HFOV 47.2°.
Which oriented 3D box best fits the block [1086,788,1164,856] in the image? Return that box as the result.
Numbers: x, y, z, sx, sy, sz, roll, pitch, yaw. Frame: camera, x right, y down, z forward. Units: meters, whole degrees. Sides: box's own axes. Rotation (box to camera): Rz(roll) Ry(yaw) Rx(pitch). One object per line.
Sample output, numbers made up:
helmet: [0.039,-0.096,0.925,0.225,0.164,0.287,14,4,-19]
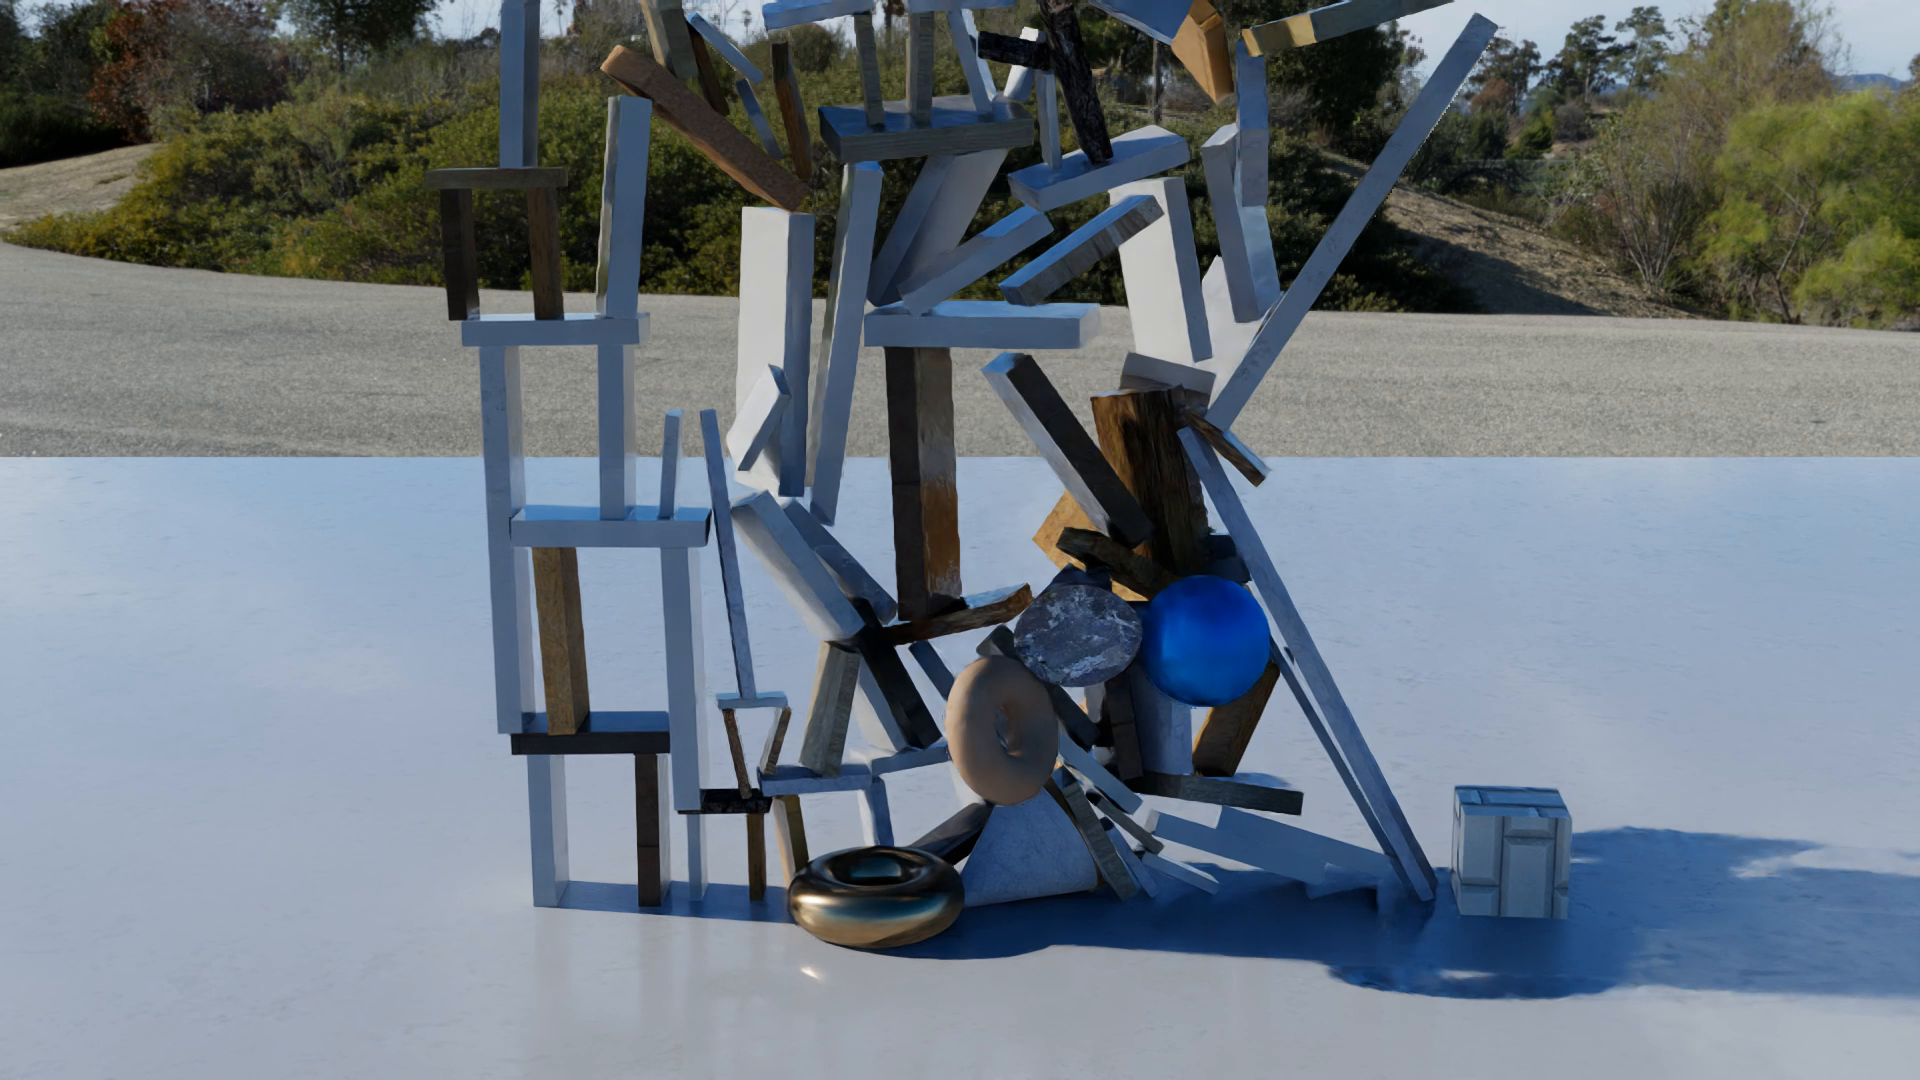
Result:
block: [0.271,0.466,3.640,0.140,0.020,0.070,40,-4,-15]

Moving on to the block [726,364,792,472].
block: [-0.332,-0.201,3.618,0.023,0.163,0.081,12,35,-33]

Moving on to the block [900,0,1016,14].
block: [-0.006,-0.837,3.373,0.168,0.024,0.084,-7,30,-12]

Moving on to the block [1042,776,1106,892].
block: [0.173,0.476,3.696,0.031,0.219,0.109,-28,18,-4]

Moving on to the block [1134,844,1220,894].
block: [0.361,0.547,3.662,0.139,0.020,0.070,25,0,-7]

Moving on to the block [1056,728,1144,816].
block: [0.200,0.372,3.655,0.219,0.031,0.109,41,-9,-8]

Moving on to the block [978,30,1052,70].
block: [0.084,-0.759,3.411,0.113,0.016,0.056,10,41,-6]

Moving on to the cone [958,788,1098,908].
cone: [0.062,0.545,3.625,0.233,0.233,0.233,-33,23,-20]

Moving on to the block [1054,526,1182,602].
block: [0.307,0.062,3.692,0.277,0.039,0.139,29,-7,-20]

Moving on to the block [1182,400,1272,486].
block: [0.441,-0.159,3.627,0.167,0.024,0.084,44,18,4]

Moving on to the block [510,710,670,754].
block: [-0.597,0.317,3.620,0.258,0.037,0.129,-1,11,0]

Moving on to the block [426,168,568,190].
block: [-0.726,-0.569,3.459,0.203,0.029,0.102,-1,10,-1]

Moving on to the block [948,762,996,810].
block: [0.034,0.457,3.843,0.027,0.190,0.095,-25,15,-27]

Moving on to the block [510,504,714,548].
block: [-0.558,-0.023,3.552,0.306,0.043,0.153,0,10,-2]

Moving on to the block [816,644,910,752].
block: [-0.164,0.266,3.724,0.028,0.197,0.099,-37,23,-25]

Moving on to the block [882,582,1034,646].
block: [-0.010,0.130,3.755,0.247,0.035,0.124,-13,9,24]

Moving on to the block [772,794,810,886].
block: [-0.282,0.496,3.679,0.025,0.180,0.090,-13,14,-19]

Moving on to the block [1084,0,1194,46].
block: [0.238,-0.867,3.333,0.253,0.126,0.036,27,-3,-2]

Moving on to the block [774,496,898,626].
block: [-0.231,0.033,3.696,0.039,0.276,0.138,-52,26,-18]

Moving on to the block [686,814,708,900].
block: [-0.436,0.517,3.657,0.021,0.148,0.074,0,11,1]

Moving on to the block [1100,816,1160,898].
block: [0.280,0.526,3.657,0.020,0.140,0.070,-35,11,-3]

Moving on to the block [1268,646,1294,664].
block: [0.465,0.188,3.846,0.216,0.031,0.108,16,-15,-28]

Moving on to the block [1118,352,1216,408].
block: [0.350,-0.212,3.859,0.155,0.044,0.310,14,-26,6]

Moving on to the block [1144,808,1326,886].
block: [0.455,0.511,3.668,0.283,0.040,0.142,17,-5,-1]

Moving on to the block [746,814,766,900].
block: [-0.338,0.516,3.658,0.021,0.148,0.074,-1,11,1]

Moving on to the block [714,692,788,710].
block: [-0.344,0.264,3.617,0.113,0.016,0.057,-1,6,-12]

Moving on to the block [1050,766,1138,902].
block: [0.221,0.486,3.652,0.031,0.219,0.109,-30,12,-4]

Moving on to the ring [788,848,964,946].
ring: [-0.134,0.570,3.526,0.285,0.095,0.285,-1,12,0]

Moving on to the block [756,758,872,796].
block: [-0.243,0.394,3.654,0.180,0.025,0.090,-3,11,-11]

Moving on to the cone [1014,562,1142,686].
cone: [0.179,0.093,3.470,0.197,0.197,0.197,0,35,-2]

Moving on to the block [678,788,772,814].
block: [-0.388,0.432,3.641,0.148,0.021,0.074,-1,10,1]

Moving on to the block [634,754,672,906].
block: [-0.509,0.463,3.647,0.037,0.258,0.129,0,11,0]

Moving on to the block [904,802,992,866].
block: [-0.024,0.521,3.751,0.190,0.027,0.095,-32,23,-20]

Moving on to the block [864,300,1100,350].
block: [0.038,-0.354,3.611,0.356,0.050,0.178,2,14,14]

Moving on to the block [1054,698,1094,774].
block: [0.239,0.380,4.340,0.027,0.190,0.095,36,-3,-21]

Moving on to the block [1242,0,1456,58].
block: [0.599,-0.806,3.381,0.304,0.043,0.152,-22,14,-31]

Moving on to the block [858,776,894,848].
block: [-0.140,0.486,3.715,0.026,0.180,0.090,-12,10,-18]

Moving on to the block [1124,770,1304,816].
block: [0.431,0.428,3.733,0.283,0.040,0.142,12,-7,-36]

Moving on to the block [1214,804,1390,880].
block: [0.568,0.504,3.676,0.284,0.040,0.142,16,-5,6]

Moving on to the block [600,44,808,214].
block: [-0.407,-0.656,3.516,0.338,0.048,0.169,37,-1,-37]

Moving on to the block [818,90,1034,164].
block: [-0.054,-0.651,3.462,0.309,0.044,0.154,-8,29,-13]

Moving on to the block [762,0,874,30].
block: [-0.217,-0.815,3.361,0.167,0.024,0.084,-11,26,0]

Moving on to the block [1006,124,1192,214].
block: [0.222,-0.598,3.530,0.264,0.037,0.132,-21,26,-12]

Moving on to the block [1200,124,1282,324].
block: [0.483,-0.545,3.772,0.044,0.311,0.155,-5,21,25]

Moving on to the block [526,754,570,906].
block: [-0.682,0.463,3.647,0.037,0.258,0.129,0,11,0]

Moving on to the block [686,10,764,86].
block: [-0.365,-0.766,3.421,0.140,0.020,0.070,41,6,-19]

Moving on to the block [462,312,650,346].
block: [-0.640,-0.336,3.498,0.276,0.039,0.138,-1,10,0]

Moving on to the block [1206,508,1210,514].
block: [0.390,-0.003,3.862,0.017,0.121,0.061,38,33,9]

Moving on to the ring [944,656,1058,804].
ring: [0.066,0.292,3.389,0.077,0.232,0.232,-15,-1,38]
